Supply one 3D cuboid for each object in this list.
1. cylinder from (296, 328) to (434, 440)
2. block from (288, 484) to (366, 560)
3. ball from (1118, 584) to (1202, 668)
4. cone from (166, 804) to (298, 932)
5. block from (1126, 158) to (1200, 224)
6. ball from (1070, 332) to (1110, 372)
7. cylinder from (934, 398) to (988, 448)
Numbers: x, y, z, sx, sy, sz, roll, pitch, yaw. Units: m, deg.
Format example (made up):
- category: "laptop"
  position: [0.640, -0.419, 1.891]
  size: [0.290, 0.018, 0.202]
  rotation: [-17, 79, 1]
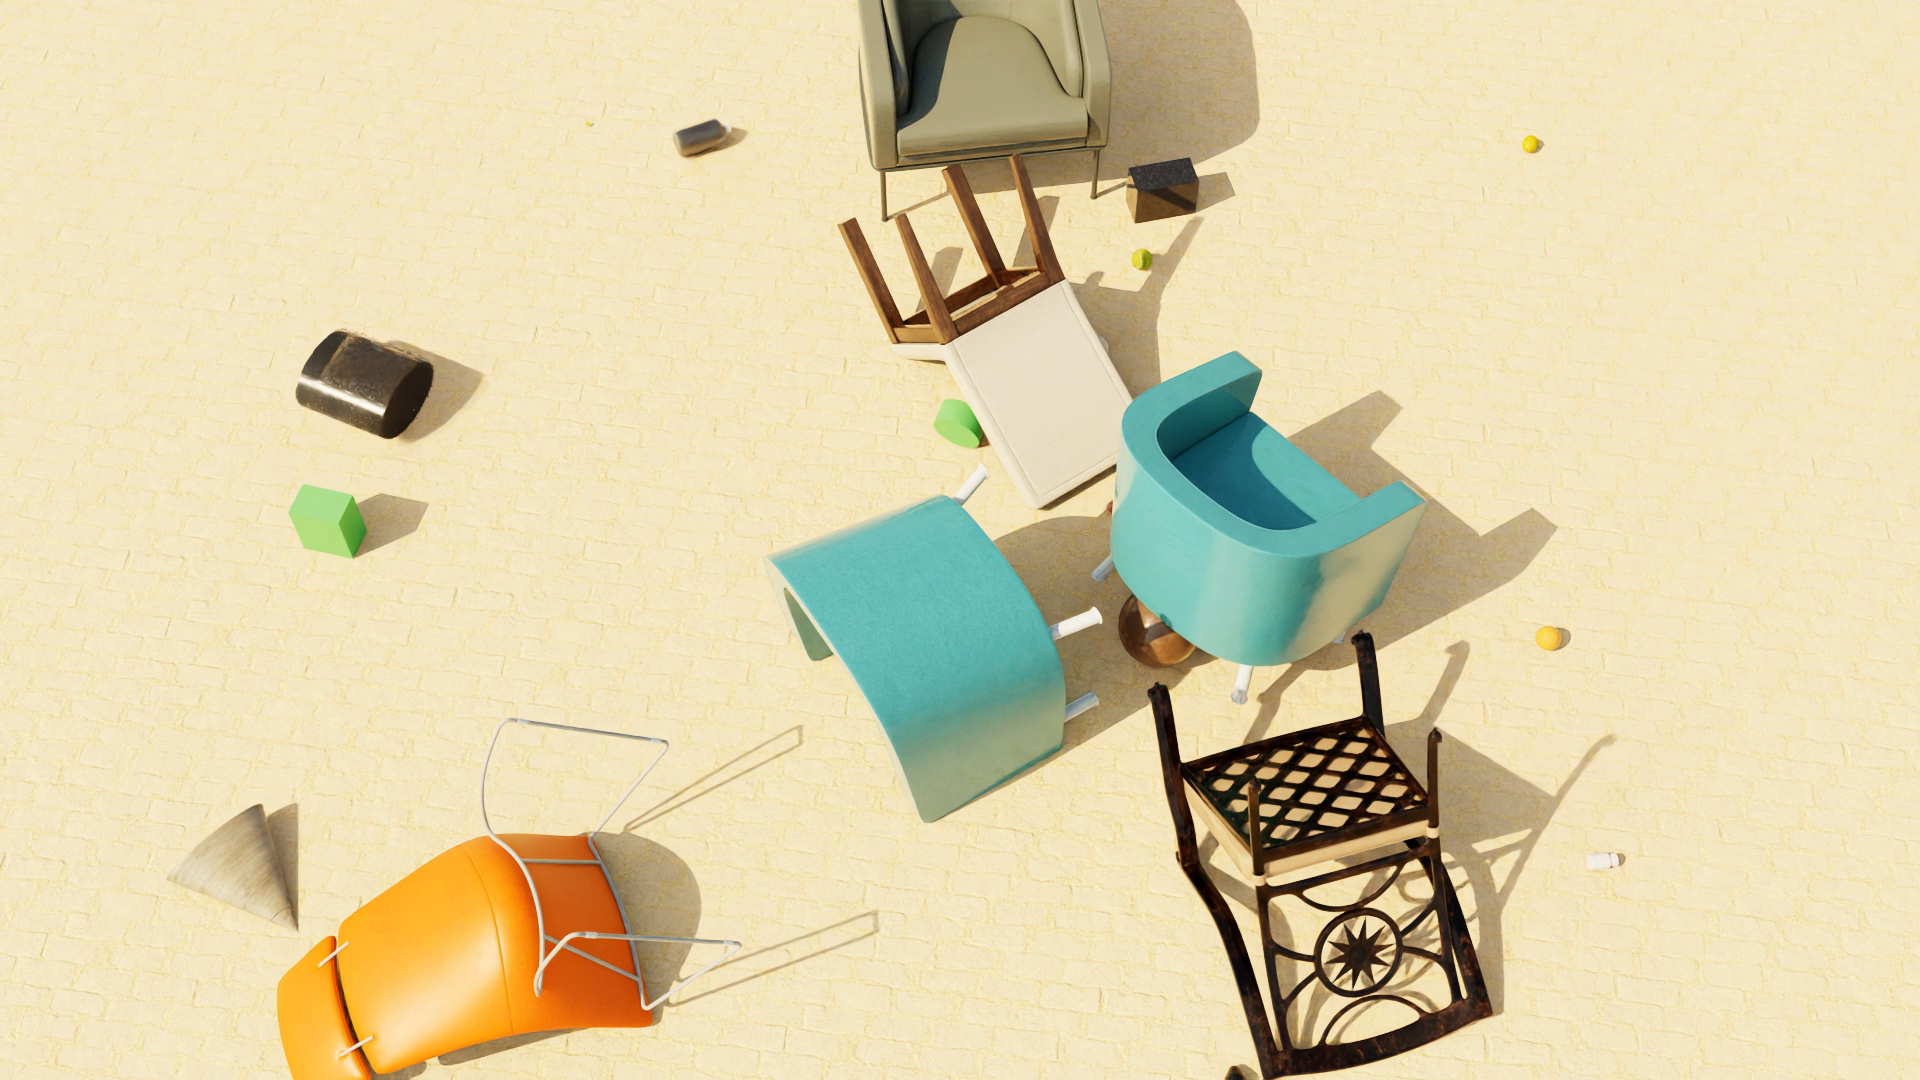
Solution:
- category: "cylinder"
  position: [-1.835, -0.481, 6.782]
  size: [0.308, 0.191, 0.289]
  rotation: [21, 61, 14]
- category: "block"
  position: [-1.867, -0.054, 6.497]
  size: [0.158, 0.188, 0.106]
  rotation: [12, 57, 8]
- category: "ball"
  position: [0.570, 0.244, 6.266]
  size: [0.240, 0.240, 0.240]
  rotation: [0, 56, 0]
- category: "cone"
  position: [-1.890, 0.932, 5.909]
  size: [0.351, 0.131, 0.315]
  rotation: [43, 64, 13]
- category: "block"
  position: [0.667, -1.152, 7.255]
  size: [0.209, 0.153, 0.111]
  rotation: [-11, 57, -7]
- category: "ball"
  position: [0.407, -0.591, 6.894]
  size: [0.127, 0.127, 0.127]
  rotation: [0, 56, 0]
- category: "cylinder"
  position: [0.001, -0.358, 6.744]
  size: [0.154, 0.106, 0.084]
  rotation: [29, 57, -12]
